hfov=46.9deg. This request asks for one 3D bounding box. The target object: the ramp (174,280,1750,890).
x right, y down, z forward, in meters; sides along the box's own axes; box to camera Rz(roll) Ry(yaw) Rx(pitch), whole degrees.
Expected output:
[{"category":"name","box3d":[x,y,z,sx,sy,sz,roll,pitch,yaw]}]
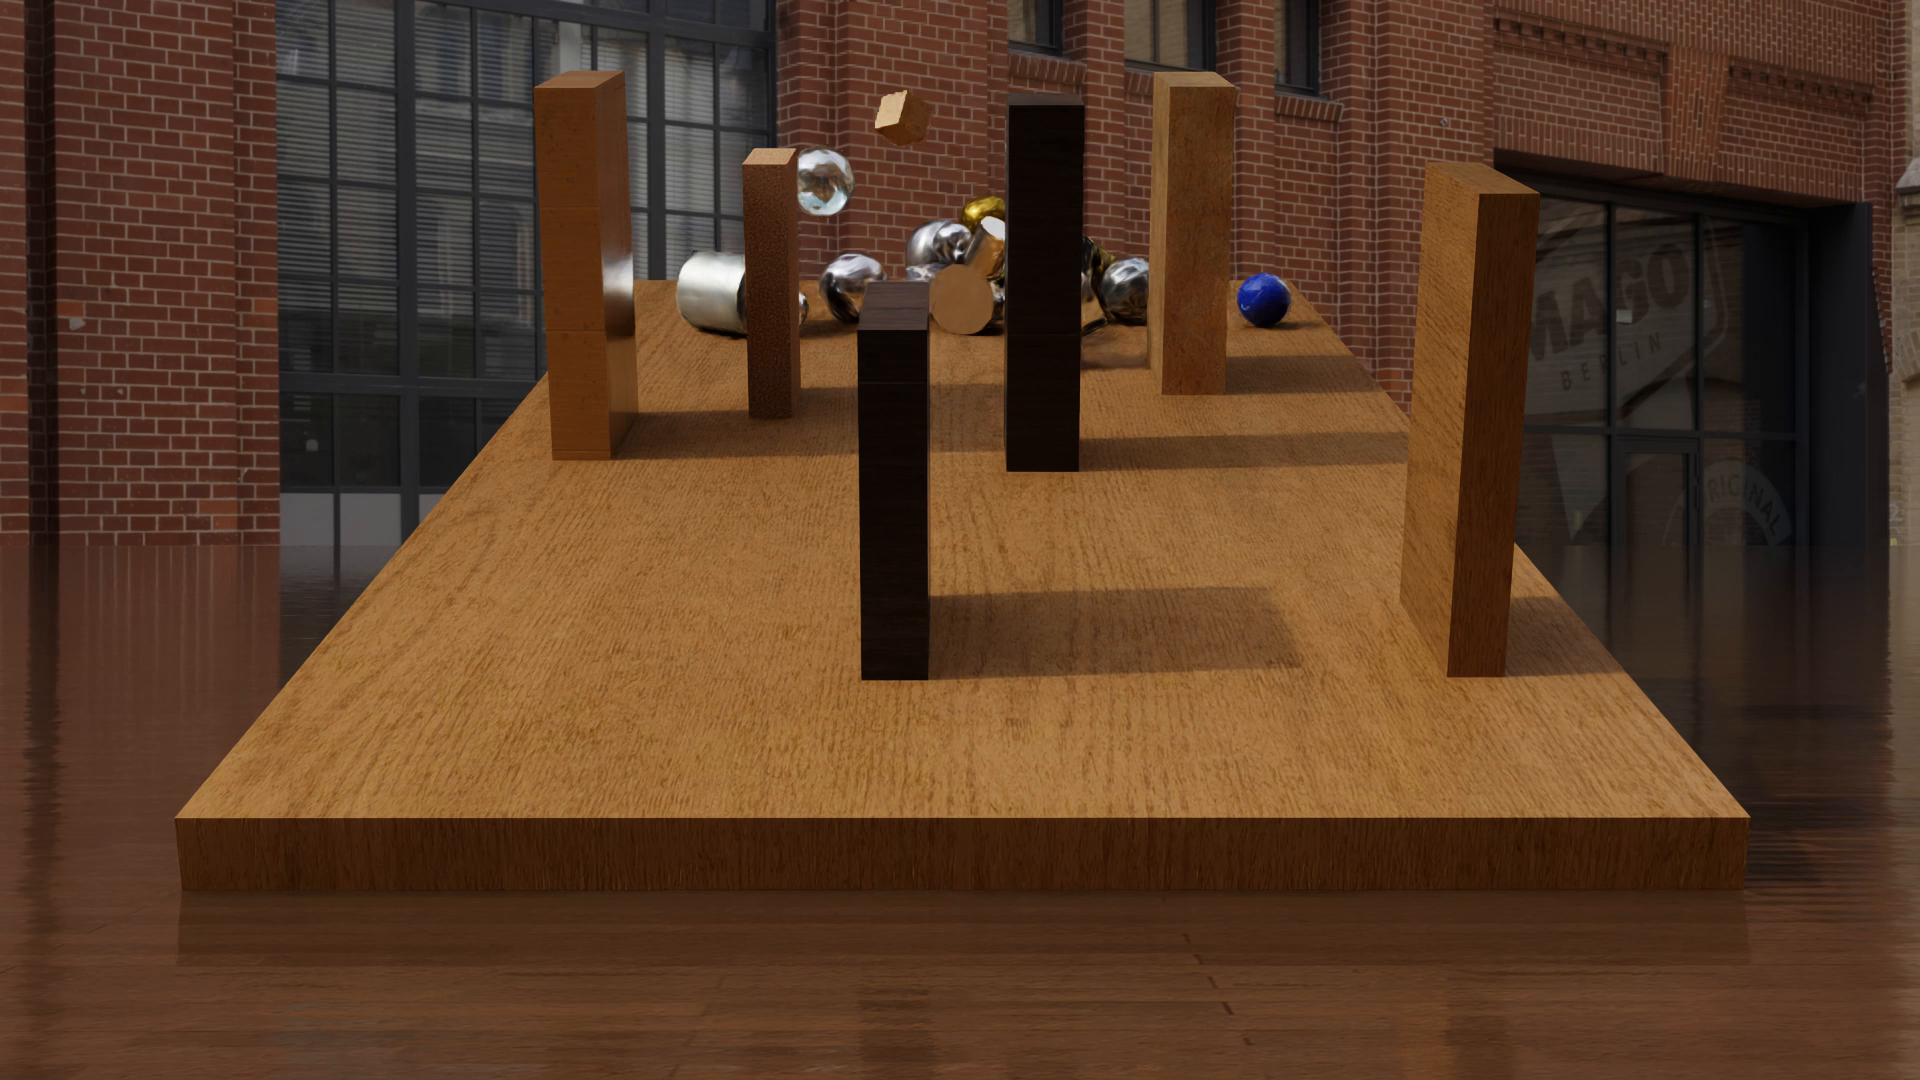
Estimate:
[{"category":"ramp","box3d":[-0.002,-0.166,4.741,2.000,0.100,4.000,0,16,0]}]

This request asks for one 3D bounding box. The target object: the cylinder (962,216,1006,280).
[{"category":"cylinder","box3d":[0.082,-0.758,5.751,0.115,0.115,0.115,21,33,-15]}]

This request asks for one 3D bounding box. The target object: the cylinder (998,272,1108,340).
[{"category":"cylinder","box3d":[0.229,-0.572,5.457,0.202,0.202,0.202,-27,-1,2]}]

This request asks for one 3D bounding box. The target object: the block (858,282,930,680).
[{"category":"block","box3d":[-0.098,-0.102,3.412,0.099,0.529,0.402,0,16,0]}]

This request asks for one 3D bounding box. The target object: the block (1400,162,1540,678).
[{"category":"block","box3d":[0.771,-0.192,3.383,0.086,0.721,0.366,0,16,0]}]

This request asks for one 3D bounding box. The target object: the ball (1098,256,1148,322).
[{"category":"ball","box3d":[0.464,-0.678,5.991,0.176,0.176,0.176,0,0,0]}]

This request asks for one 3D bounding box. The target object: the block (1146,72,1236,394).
[{"category":"block","box3d":[0.542,-0.734,5.247,0.146,0.705,0.415,0,16,0]}]

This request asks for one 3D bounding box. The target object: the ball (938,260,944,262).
[{"category":"ball","box3d":[0.018,-0.748,6.229,0.175,0.175,0.175,0,0,0]}]

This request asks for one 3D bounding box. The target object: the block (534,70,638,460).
[{"category":"block","box3d":[-0.779,-0.585,4.652,0.119,0.754,0.425,0,16,0]}]

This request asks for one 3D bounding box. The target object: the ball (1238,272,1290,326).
[{"category":"ball","box3d":[0.815,-0.645,5.940,0.143,0.143,0.143,0,0,0]}]

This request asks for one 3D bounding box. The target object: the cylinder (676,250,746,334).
[{"category":"cylinder","box3d":[-0.599,-0.651,5.837,0.207,0.207,0.207,11,6,34]}]

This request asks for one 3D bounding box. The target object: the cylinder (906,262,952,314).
[{"category":"cylinder","box3d":[-0.078,-0.685,6.045,0.128,0.128,0.128,-6,2,0]}]

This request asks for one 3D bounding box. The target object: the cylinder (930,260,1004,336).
[{"category":"cylinder","box3d":[0.040,-0.654,5.886,0.189,0.189,0.189,0,15,24]}]

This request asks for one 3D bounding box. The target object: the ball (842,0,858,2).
[{"category":"ball","box3d":[-0.306,-1.592,6.134,0.197,0.197,0.197,0,0,0]}]

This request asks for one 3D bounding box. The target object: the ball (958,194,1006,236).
[{"category":"ball","box3d":[0.078,-0.873,6.124,0.164,0.164,0.164,0,0,0]}]

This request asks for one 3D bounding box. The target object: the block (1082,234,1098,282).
[{"category":"block","box3d":[0.243,-0.752,6.043,0.179,0.179,0.179,7,-11,32]}]

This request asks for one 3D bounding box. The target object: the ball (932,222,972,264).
[{"category":"ball","box3d":[-0.017,-0.797,5.941,0.111,0.111,0.111,0,0,0]}]

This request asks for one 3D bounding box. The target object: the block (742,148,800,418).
[{"category":"block","box3d":[-0.422,-0.583,4.988,0.096,0.560,0.304,0,16,0]}]

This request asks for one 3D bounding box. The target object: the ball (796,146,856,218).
[{"category":"ball","box3d":[-0.381,-0.974,6.023,0.191,0.191,0.191,0,0,0]}]

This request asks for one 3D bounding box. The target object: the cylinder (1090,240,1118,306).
[{"category":"cylinder","box3d":[0.361,-0.748,6.177,0.153,0.153,0.153,0,-12,31]}]

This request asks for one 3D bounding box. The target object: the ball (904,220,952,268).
[{"category":"ball","box3d":[-0.057,-0.827,6.436,0.209,0.209,0.209,0,0,0]}]

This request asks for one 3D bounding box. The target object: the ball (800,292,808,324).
[{"category":"ball","box3d":[-0.449,-0.605,5.786,0.107,0.107,0.107,0,0,0]}]

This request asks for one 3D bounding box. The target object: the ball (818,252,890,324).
[{"category":"ball","box3d":[-0.285,-0.682,5.973,0.192,0.192,0.192,0,0,0]}]

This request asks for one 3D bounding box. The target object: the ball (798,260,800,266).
[{"category":"ball","box3d":[-0.493,-0.744,5.927,0.124,0.124,0.124,0,0,0]}]

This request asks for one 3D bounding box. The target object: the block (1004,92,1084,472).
[{"category":"block","box3d":[0.167,-0.525,4.492,0.146,0.730,0.262,0,16,0]}]

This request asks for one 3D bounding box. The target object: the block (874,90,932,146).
[{"category":"block","box3d":[-0.163,-1.212,6.363,0.105,0.105,0.105,-3,-22,46]}]
